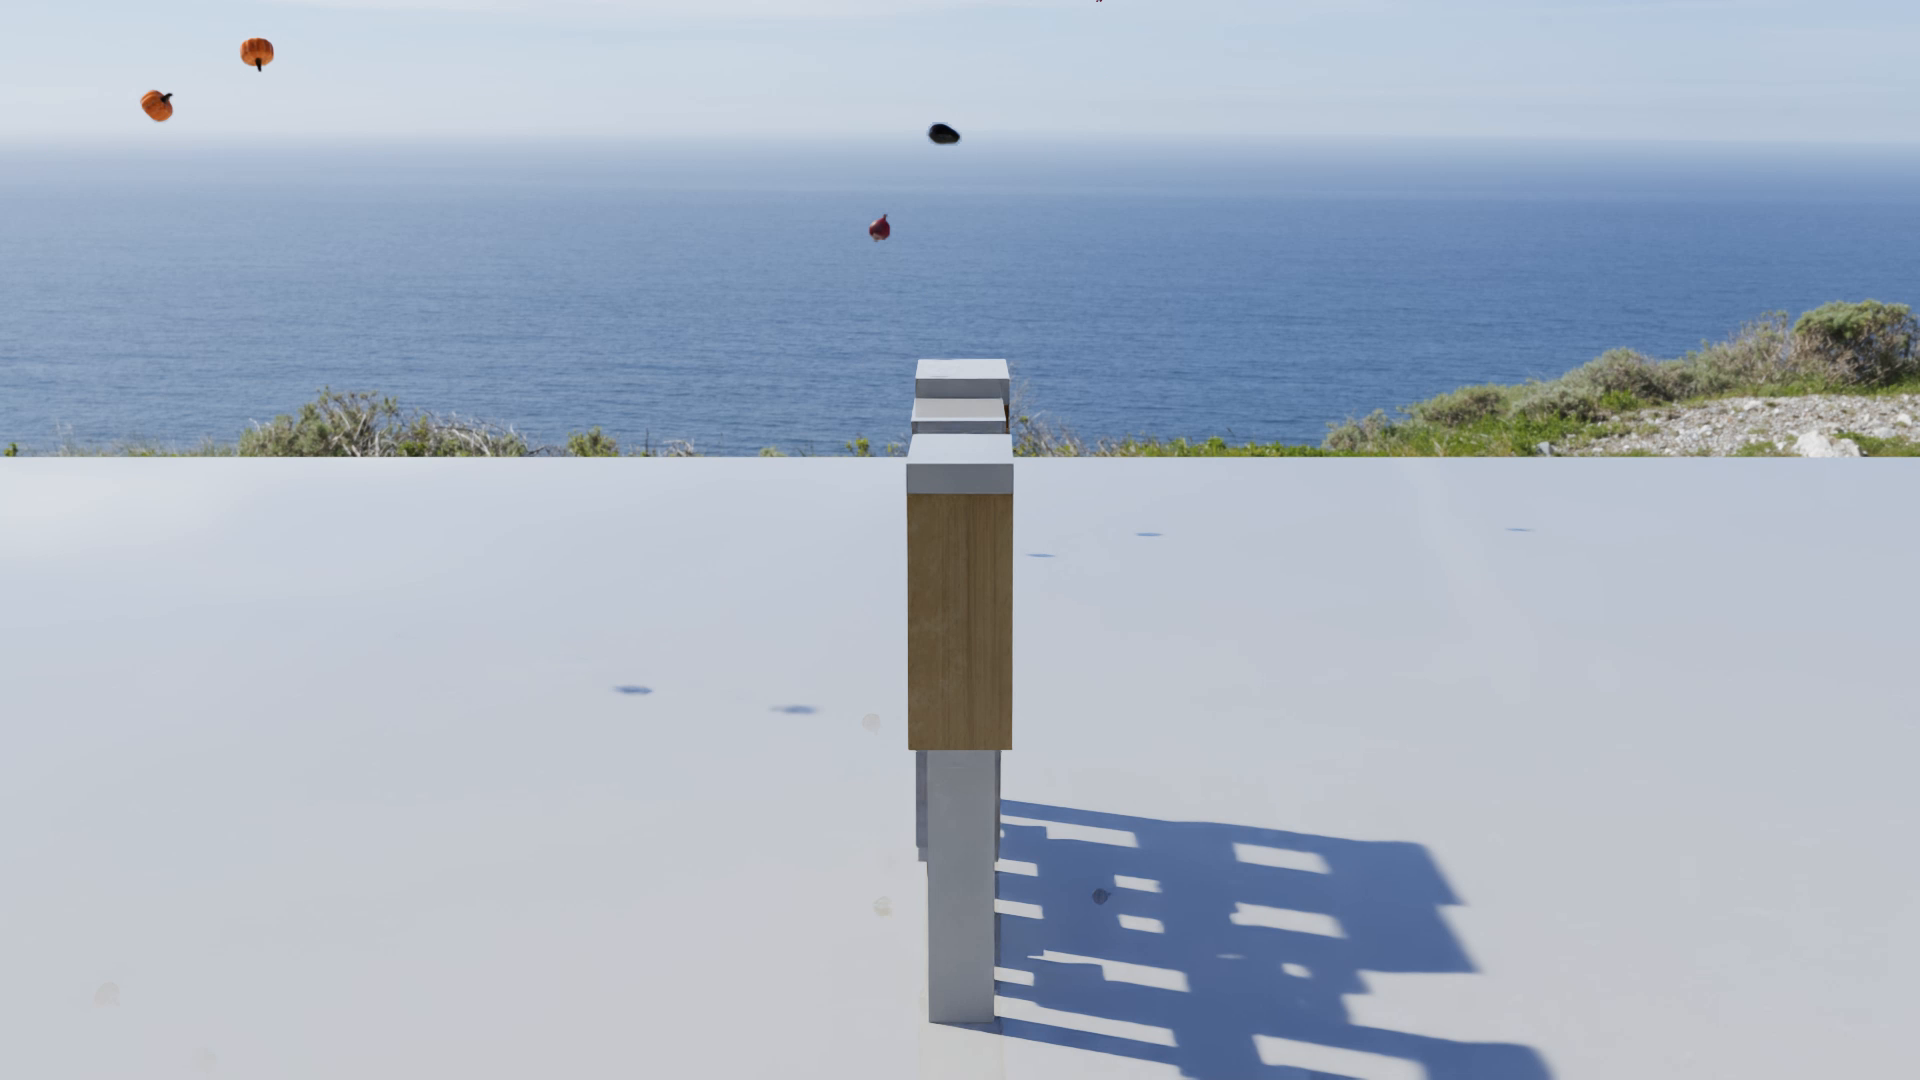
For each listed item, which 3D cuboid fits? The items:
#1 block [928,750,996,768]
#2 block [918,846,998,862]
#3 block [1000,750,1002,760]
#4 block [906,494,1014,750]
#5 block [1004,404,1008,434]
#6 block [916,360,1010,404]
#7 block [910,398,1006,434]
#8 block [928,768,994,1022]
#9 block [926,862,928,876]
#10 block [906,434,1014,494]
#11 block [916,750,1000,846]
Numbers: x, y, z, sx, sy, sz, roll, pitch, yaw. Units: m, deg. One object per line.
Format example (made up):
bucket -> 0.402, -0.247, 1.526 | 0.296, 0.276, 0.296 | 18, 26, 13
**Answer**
block -> 0.002, 0.286, 3.139 | 0.094, 0.027, 0.187 | 0, 11, 0
block -> -0.003, 0.341, 3.467 | 0.127, 0.335, 0.036 | 0, 10, 0
block -> 0.004, 0.252, 3.937 | 0.140, 0.280, 0.040 | 0, 11, 0
block -> 0.000, 0.108, 3.027 | 0.144, 0.364, 0.041 | 0, 11, 0
block -> 0.004, -0.083, 3.869 | 0.162, 0.324, 0.046 | 0, 11, 0
block -> 0.004, -0.285, 3.942 | 0.162, 0.046, 0.324 | 0, 11, 0
block -> -0.002, -0.195, 3.635 | 0.151, 0.043, 0.301 | 0, 11, 0
block -> 0.002, 0.498, 3.116 | 0.094, 0.382, 0.027 | 0, 11, 0
block -> -0.004, 0.466, 3.756 | 0.106, 0.212, 0.030 | 0, 11, 0
block -> 0.001, -0.109, 3.084 | 0.144, 0.041, 0.288 | 0, 11, 1
block -> -0.003, 0.332, 3.292 | 0.127, 0.254, 0.036 | 0, 11, 0
